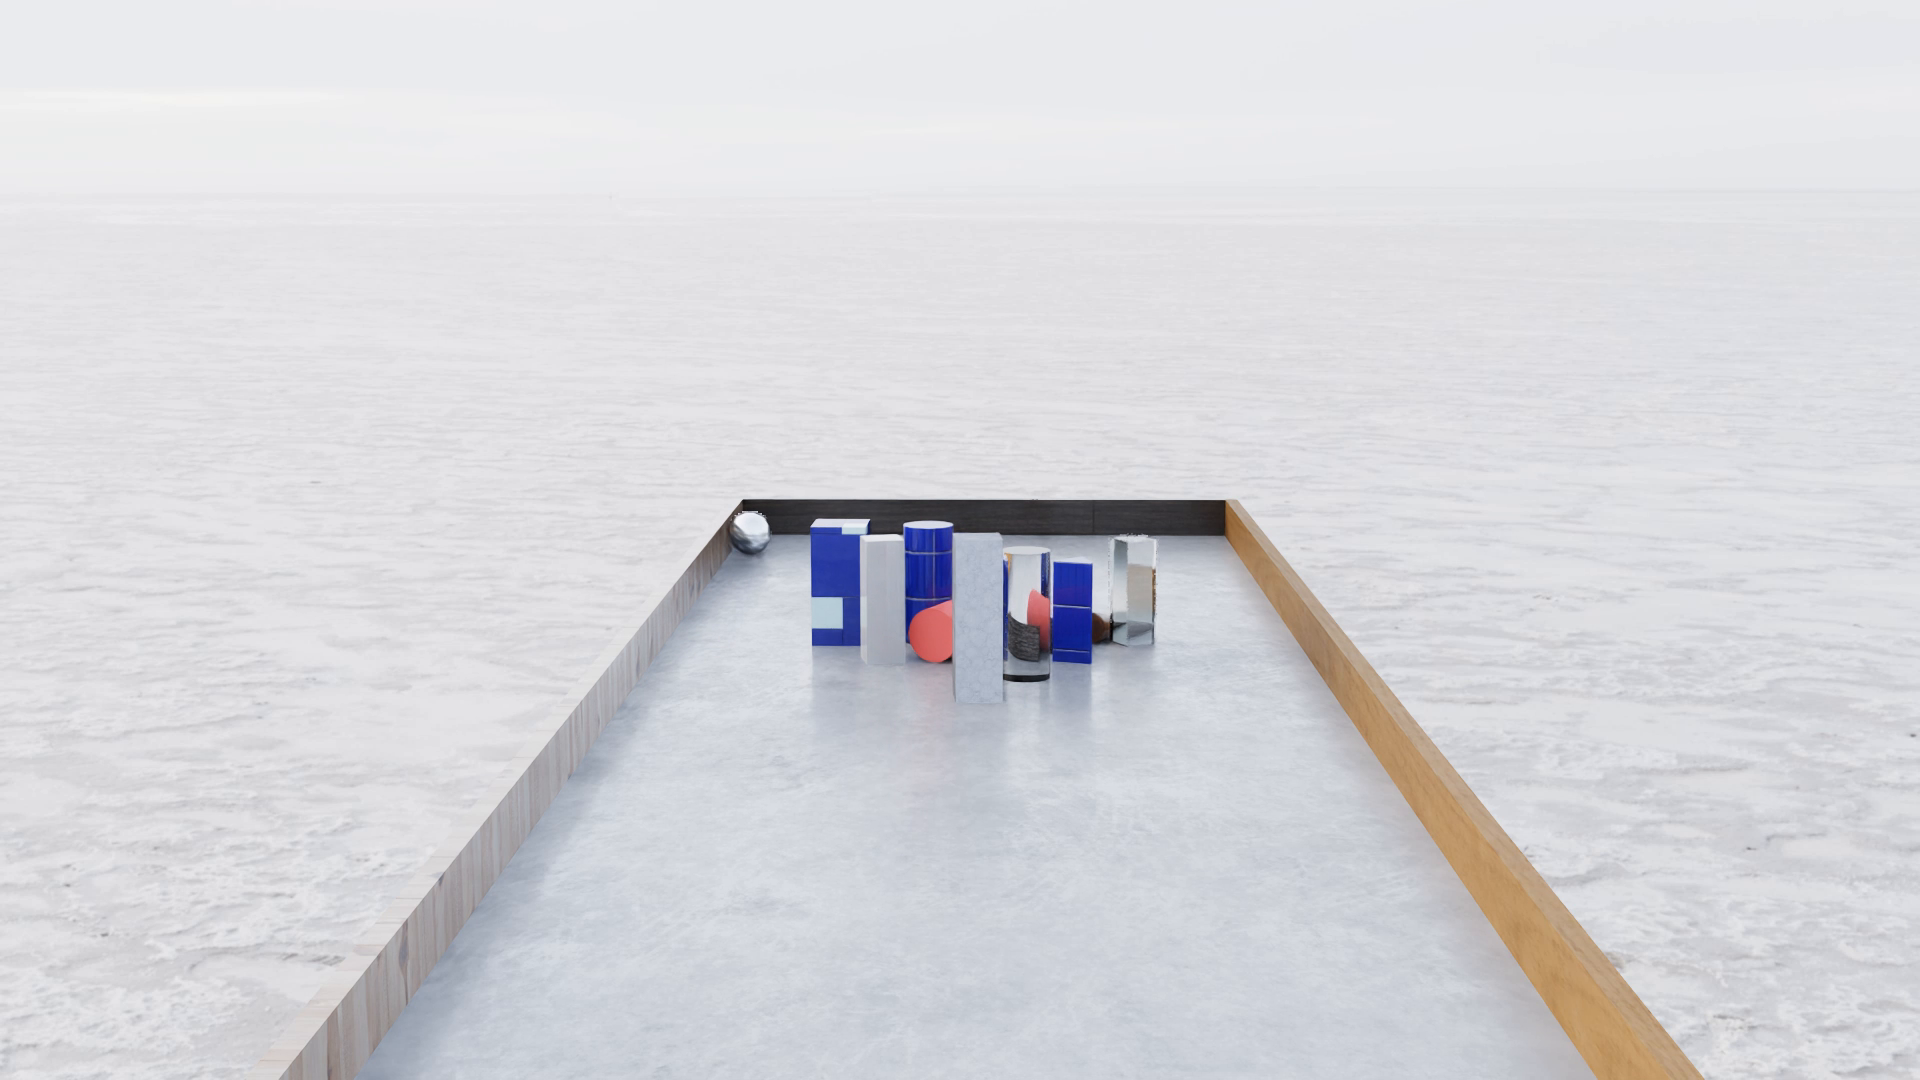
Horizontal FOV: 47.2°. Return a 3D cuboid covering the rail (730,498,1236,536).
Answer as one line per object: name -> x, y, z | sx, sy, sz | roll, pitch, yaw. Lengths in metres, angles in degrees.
rail -> 0.099, -0.098, 9.147 | 2.100, 0.150, 0.050 | 0, 9, 1

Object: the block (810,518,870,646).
block -> -0.376, 0.133, 6.965 | 0.172, 0.378, 0.172 | 0, 9, 3

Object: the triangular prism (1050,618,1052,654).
triangular prism -> 0.248, 0.293, 6.824 | 0.311, 0.099, 0.114 | -6, 11, -31

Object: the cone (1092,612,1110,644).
cone -> 0.518, 0.272, 7.130 | 0.101, 0.101, 0.442 | 5, 4, 30

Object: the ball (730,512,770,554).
ball -> -0.826, -0.025, 8.646 | 0.163, 0.163, 0.163 | 0, 9, 0

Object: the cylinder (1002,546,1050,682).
cylinder -> 0.191, 0.217, 6.436 | 0.147, 0.378, 0.147 | 0, 9, 0

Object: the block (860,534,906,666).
block -> -0.235, 0.180, 6.667 | 0.116, 0.377, 0.116 | -2, 9, -12

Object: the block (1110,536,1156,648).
block -> 0.545, 0.161, 6.931 | 0.103, 0.332, 0.103 | -5, 10, -28

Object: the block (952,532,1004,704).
block -> 0.049, 0.217, 6.170 | 0.132, 0.460, 0.132 | -1, 9, -4

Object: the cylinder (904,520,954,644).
cylinder -> -0.100, 0.136, 6.963 | 0.158, 0.372, 0.158 | 0, 9, 0

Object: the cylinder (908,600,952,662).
cylinder -> 0.016, 0.258, 6.852 | 0.165, 0.165, 0.441 | 4, 10, 26

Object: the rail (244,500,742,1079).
rail -> -1.004, 0.839, 3.234 | 0.050, 0.150, 12.000 | 0, 9, 1

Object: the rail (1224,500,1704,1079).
rail -> 1.046, 0.843, 3.208 | 0.050, 0.150, 12.000 | 0, 9, 1

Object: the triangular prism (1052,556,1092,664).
triangular prism -> 0.358, 0.211, 6.692 | 0.123, 0.309, 0.107 | 3, 10, 21
